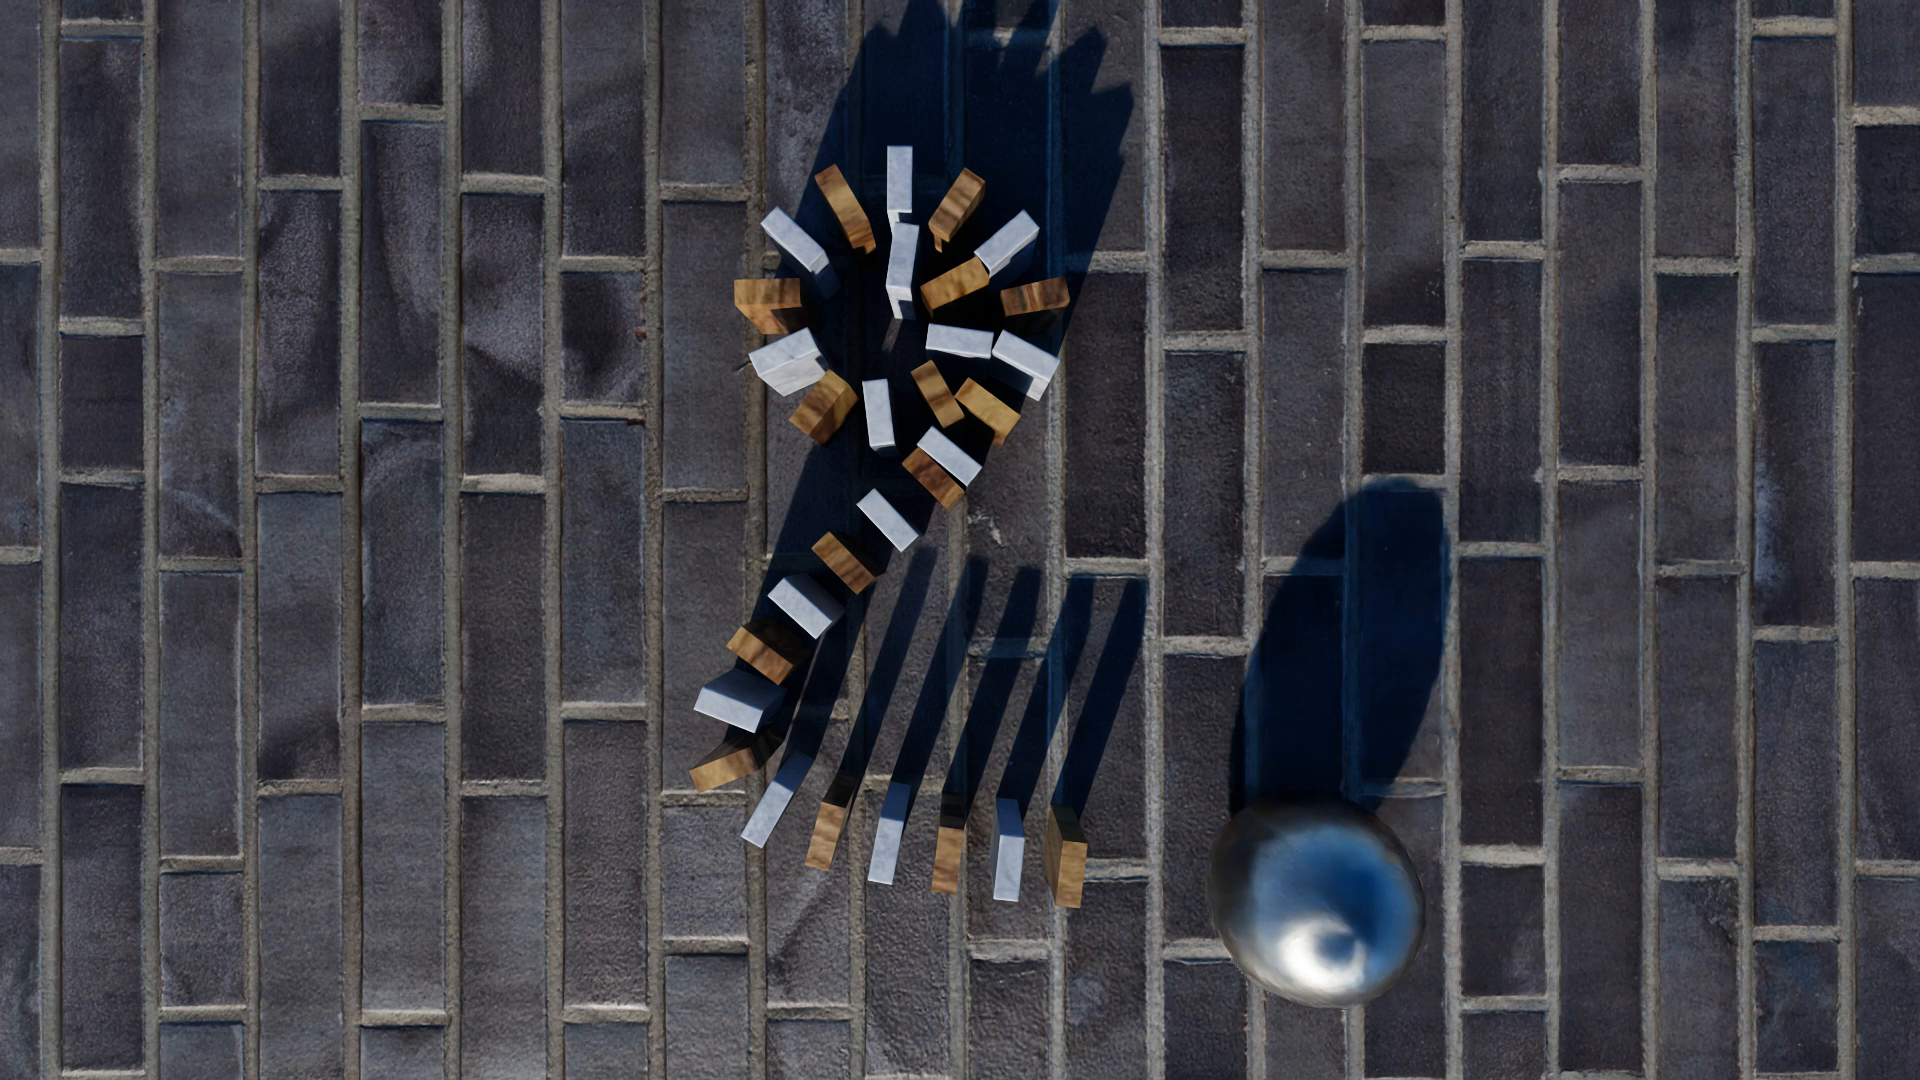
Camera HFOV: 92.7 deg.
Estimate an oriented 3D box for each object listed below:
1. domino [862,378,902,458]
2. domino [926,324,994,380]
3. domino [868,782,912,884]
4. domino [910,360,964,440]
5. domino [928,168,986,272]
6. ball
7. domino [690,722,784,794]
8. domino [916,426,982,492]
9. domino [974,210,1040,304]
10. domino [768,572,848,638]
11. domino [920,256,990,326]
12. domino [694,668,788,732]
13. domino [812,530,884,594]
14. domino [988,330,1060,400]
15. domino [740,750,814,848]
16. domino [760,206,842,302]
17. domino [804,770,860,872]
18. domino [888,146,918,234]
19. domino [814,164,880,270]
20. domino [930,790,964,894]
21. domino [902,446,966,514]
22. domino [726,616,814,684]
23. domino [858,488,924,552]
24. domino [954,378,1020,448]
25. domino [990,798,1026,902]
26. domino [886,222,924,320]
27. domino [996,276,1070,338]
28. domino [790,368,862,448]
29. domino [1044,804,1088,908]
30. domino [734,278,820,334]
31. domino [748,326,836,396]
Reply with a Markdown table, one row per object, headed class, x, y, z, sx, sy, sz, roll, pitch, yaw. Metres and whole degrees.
| class | x | y | z | sx | sy | sz | roll | pitch | yaw |
| --- | --- | --- | --- | --- | --- | --- | --- | --- | --- |
| domino | -0.031 | -0.049 | 0.375 | 0.010 | 0.050 | 0.025 | -7 | 90 | 0 |
| domino | 0.000 | -0.077 | 0.375 | 0.025 | 0.050 | 0.009 | 8 | 90 | 0 |
| domino | -0.028 | 0.119 | 0.375 | 0.010 | 0.050 | 0.025 | 11 | 90 | 0 |
| domino | -0.009 | -0.056 | 0.375 | 0.009 | 0.050 | 0.025 | -30 | 90 | 0 |
| domino | -0.001 | -0.129 | 0.375 | 0.009 | 0.050 | 0.025 | 34 | 90 | 0 |
| ball | 0.138 | 0.139 | 0.360 | 0.080 | 0.080 | 0.080 | 0 | 90 | 0 |
| domino | -0.090 | 0.088 | 0.375 | 0.025 | 0.050 | 0.009 | -21 | 90 | 0 |
| domino | -0.004 | -0.032 | 0.375 | 0.025 | 0.050 | 0.010 | 40 | 90 | 0 |
| domino | 0.018 | -0.115 | 0.375 | 0.025 | 0.050 | 0.010 | -40 | 90 | 0 |
| domino | -0.061 | 0.026 | 0.375 | 0.025 | 0.050 | 0.009 | 42 | 90 | 0 |
| domino | -0.002 | -0.099 | 0.375 | 0.025 | 0.050 | 0.009 | -28 | 90 | 0 |
| domino | -0.088 | 0.065 | 0.375 | 0.025 | 0.050 | 0.009 | 21 | 90 | 0 |
| domino | -0.045 | 0.009 | 0.375 | 0.009 | 0.050 | 0.025 | -45 | 90 | 0 |
| domino | 0.025 | -0.071 | 0.375 | 0.025 | 0.050 | 0.010 | 28 | 90 | 0 |
| domino | -0.074 | 0.105 | 0.375 | 0.009 | 0.050 | 0.025 | 30 | 90 | 0 |
| domino | -0.064 | -0.116 | 0.375 | 0.025 | 0.050 | 0.010 | 43 | 90 | 0 |
| domino | -0.052 | 0.113 | 0.375 | 0.010 | 0.050 | 0.025 | 15 | 90 | 0 |
| domino | -0.023 | -0.138 | 0.375 | 0.010 | 0.050 | 0.025 | 1 | 90 | 0 |
| domino | -0.045 | -0.131 | 0.375 | 0.009 | 0.050 | 0.025 | -31 | 90 | 0 |
| domino | -0.005 | 0.122 | 0.375 | 0.009 | 0.050 | 0.025 | 8 | 90 | 0 |
| domino | -0.010 | -0.024 | 0.375 | 0.025 | 0.050 | 0.009 | 45 | 90 | 0 |
| domino | -0.077 | 0.044 | 0.375 | 0.025 | 0.050 | 0.009 | 37 | 90 | 0 |
| domino | -0.028 | -0.008 | 0.375 | 0.010 | 0.050 | 0.025 | -43 | 90 | 0 |
| domino | 0.010 | -0.051 | 0.375 | 0.025 | 0.050 | 0.010 | 37 | 90 | 0 |
| domino | 0.019 | 0.125 | 0.375 | 0.009 | 0.050 | 0.025 | 6 | 90 | 0 |
| domino | -0.022 | -0.109 | 0.375 | 0.010 | 0.050 | 0.025 | 8 | 90 | 0 |
| domino | 0.029 | -0.094 | 0.375 | 0.025 | 0.050 | 0.009 | -13 | 90 | 0 |
| domino | -0.054 | -0.053 | 0.375 | 0.010 | 0.050 | 0.025 | 38 | 90 | 0 |
| domino | 0.043 | 0.128 | 0.375 | 0.009 | 0.050 | 0.025 | 7 | 90 | 0 |
| domino | -0.074 | -0.095 | 0.375 | 0.025 | 0.050 | 0.009 | -2 | 90 | 0 |
| domino | -0.068 | -0.072 | 0.375 | 0.025 | 0.050 | 0.010 | -25 | 90 | 0 |
